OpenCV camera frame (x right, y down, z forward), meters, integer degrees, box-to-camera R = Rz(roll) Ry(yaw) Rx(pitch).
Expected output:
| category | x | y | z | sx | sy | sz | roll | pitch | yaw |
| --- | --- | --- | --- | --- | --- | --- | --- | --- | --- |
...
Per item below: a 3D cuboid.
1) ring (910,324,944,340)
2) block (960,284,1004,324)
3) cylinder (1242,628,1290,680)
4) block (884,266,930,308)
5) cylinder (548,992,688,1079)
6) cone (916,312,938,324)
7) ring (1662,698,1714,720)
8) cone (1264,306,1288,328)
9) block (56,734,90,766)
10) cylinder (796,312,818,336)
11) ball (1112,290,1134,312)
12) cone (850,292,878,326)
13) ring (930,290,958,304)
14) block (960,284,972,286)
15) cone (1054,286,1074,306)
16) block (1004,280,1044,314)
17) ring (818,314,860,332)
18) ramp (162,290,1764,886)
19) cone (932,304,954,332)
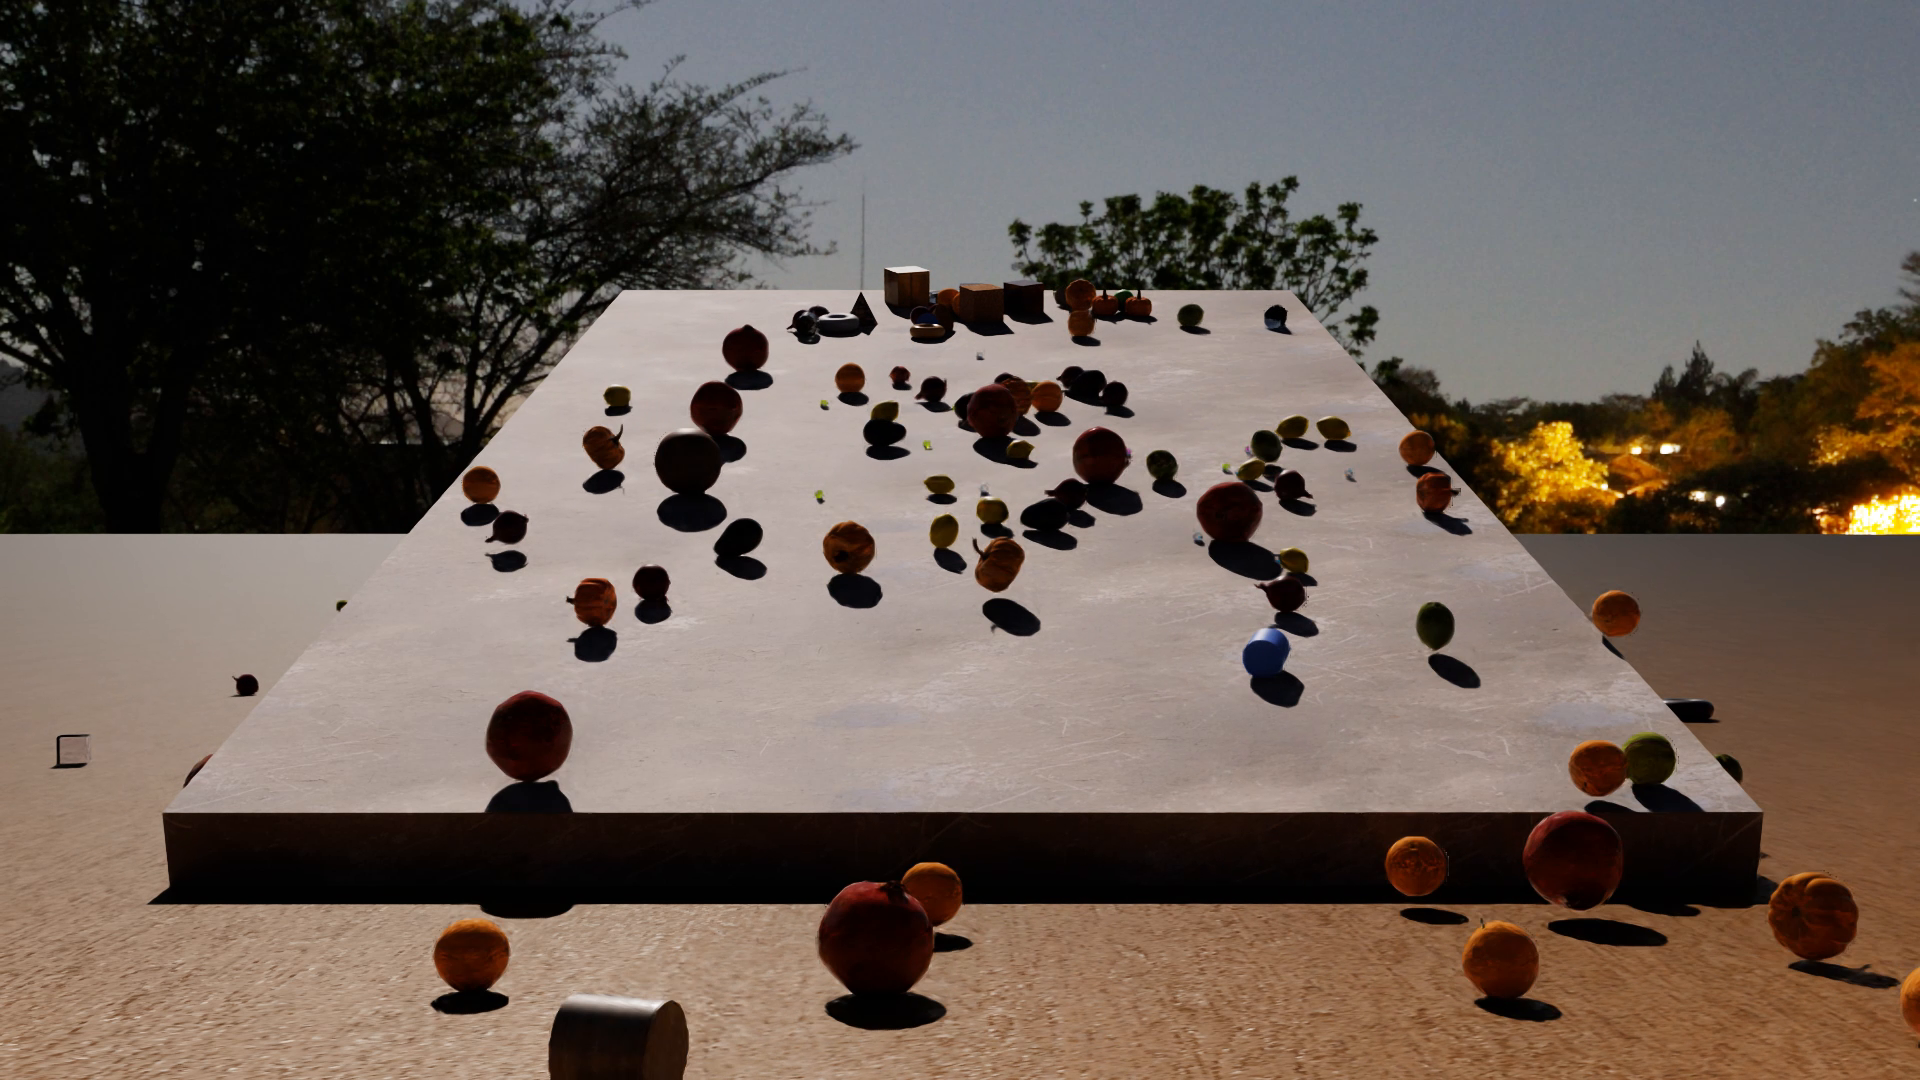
| category | x | y | z | sx | sy | sz | roll | pitch | yaw |
| --- | --- | --- | --- | --- | --- | --- | --- | --- | --- |
| ring | -0.087 | -0.555 | 5.860 | 0.095 | 0.032 | 0.095 | 1 | 15 | 0 |
| block | 0.059 | -0.654 | 6.098 | 0.092 | 0.092 | 0.092 | -7 | 17 | -24 |
| cylinder | 0.452 | 0.167 | 3.254 | 0.060 | 0.060 | 0.060 | 0 | 15 | 18 |
| block | -0.153 | -0.731 | 6.360 | 0.099 | 0.099 | 0.099 | -7 | 17 | -24 |
| cylinder | -0.268 | 0.400 | 1.734 | 0.081 | 0.081 | 0.081 | 1 | 1 | 18 |
| cone | -0.085 | -0.575 | 5.939 | 0.060 | 0.060 | 0.060 | 0 | -11 | 5 |
| ring | 1.706 | 0.400 | 5.202 | 0.141 | 0.047 | 0.141 | 0 | -1 | 0 |
| cone | 0.874 | -0.599 | 6.023 | 0.067 | 0.067 | 0.067 | 0 | -13 | 29 |
| block | -1.696 | 0.402 | 4.219 | 0.053 | 0.053 | 0.053 | 0 | 0 | -13 |
| cylinder | -0.408 | -0.577 | 5.889 | 0.057 | 0.057 | 0.057 | 0 | 16 | 1 |
| ball | 0.463 | -0.676 | 6.233 | 0.063 | 0.063 | 0.063 | 0 | 0 | 0 |
| cone | -0.271 | -0.638 | 6.044 | 0.091 | 0.091 | 0.091 | 0 | 16 | 0 |
| ring | -0.051 | -0.704 | 6.389 | 0.092 | 0.031 | 0.092 | 1 | 15 | 0 |
| block | 0.033 | -0.694 | 6.286 | 0.067 | 0.067 | 0.067 | 1 | 16 | 2 |
| cone | 0.308 | -0.695 | 6.366 | 0.059 | 0.059 | 0.059 | 0 | -12 | 17 |
| block | 0.180 | -0.688 | 6.240 | 0.081 | 0.081 | 0.081 | -13 | 20 | -38 |
| ring | -0.330 | -0.586 | 5.958 | 0.116 | 0.039 | 0.116 | -1 | 17 | 0 |
| ramp | -0.002 | -0.156 | 4.690 | 2.000 | 0.100 | 4.000 | 0 | 16 | 0 |
| cone | -0.072 | -0.588 | 5.970 | 0.079 | 0.079 | 0.079 | -22 | -12 | 32 |
